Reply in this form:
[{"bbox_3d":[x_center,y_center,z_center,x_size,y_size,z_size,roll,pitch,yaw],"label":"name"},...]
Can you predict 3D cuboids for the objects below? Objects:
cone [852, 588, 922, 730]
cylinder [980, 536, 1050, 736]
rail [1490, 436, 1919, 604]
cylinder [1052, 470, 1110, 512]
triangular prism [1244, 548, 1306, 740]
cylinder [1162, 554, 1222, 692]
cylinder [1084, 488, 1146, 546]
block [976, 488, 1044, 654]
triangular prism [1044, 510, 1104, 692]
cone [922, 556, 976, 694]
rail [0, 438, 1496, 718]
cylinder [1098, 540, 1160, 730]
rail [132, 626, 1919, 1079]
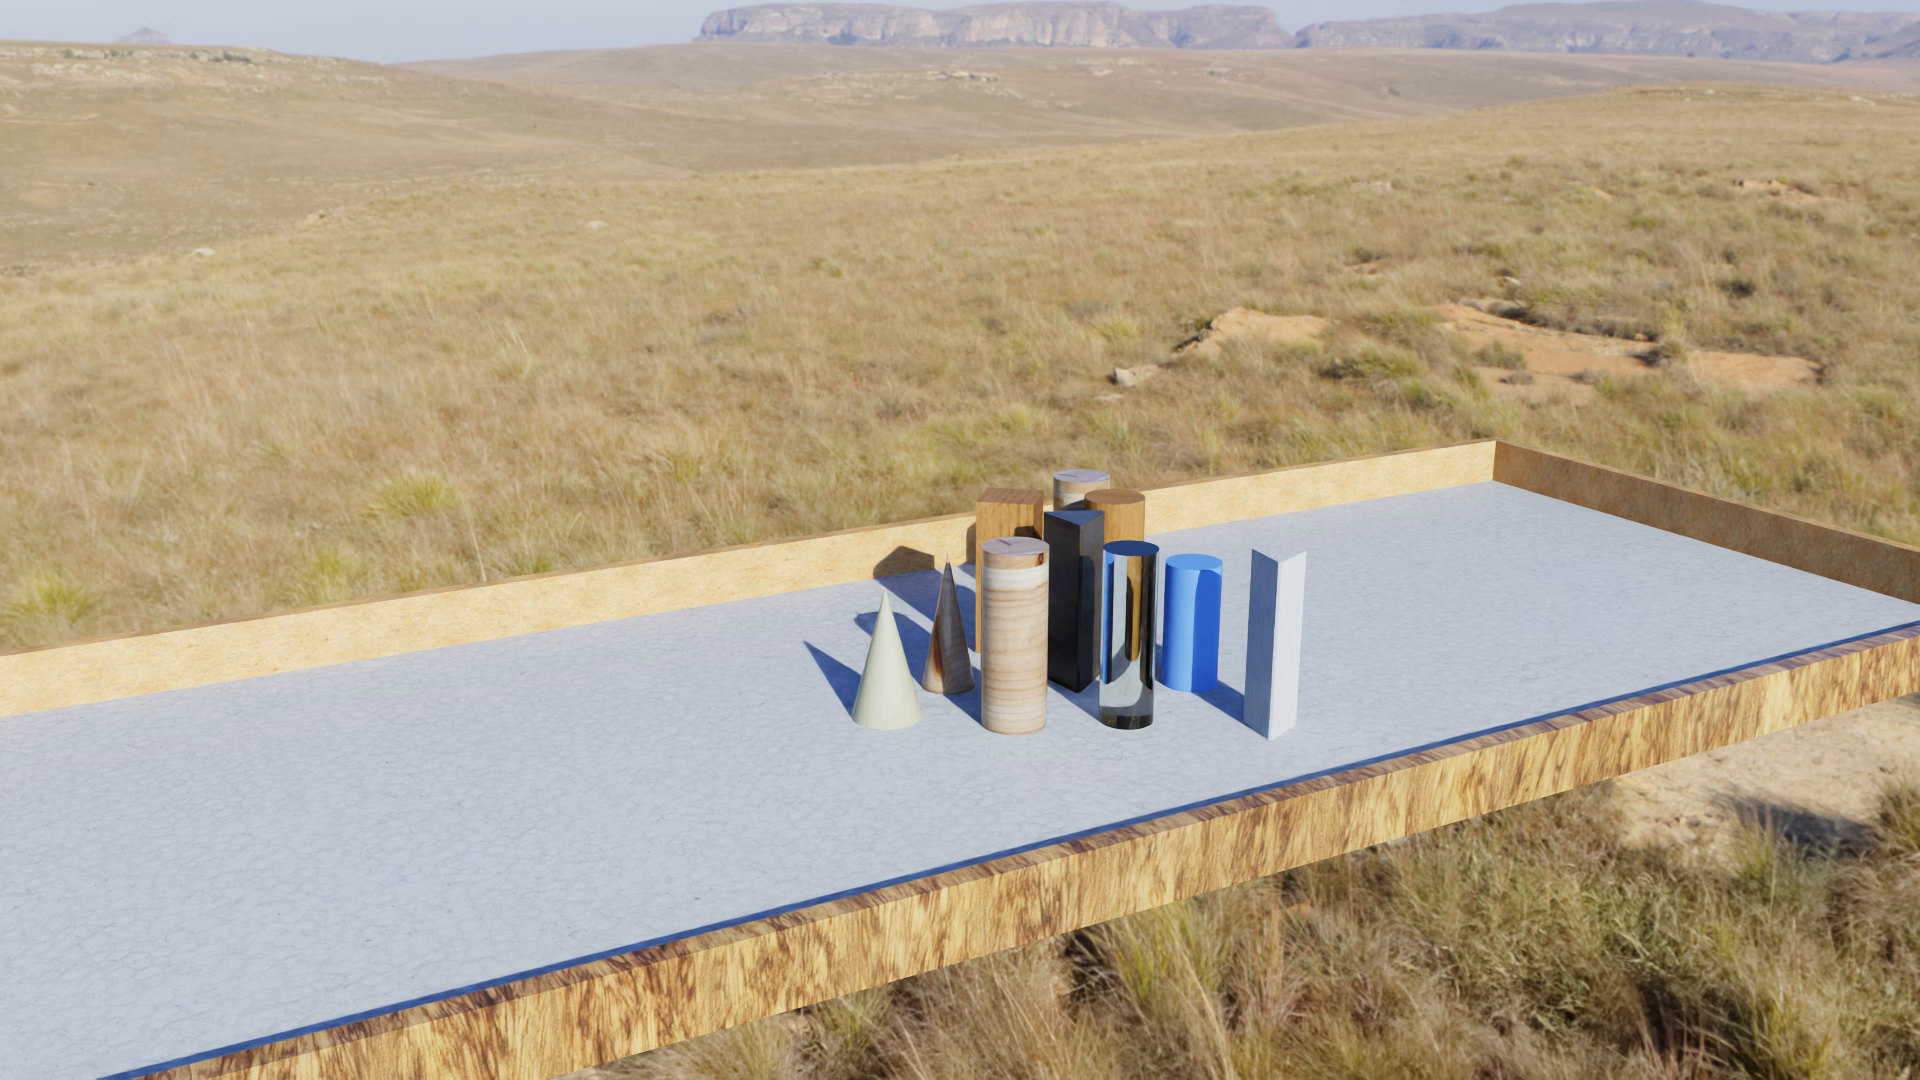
[{"bbox_3d":[-0.174,0.264,3.886,0.170,0.322,0.170,0,16,0],"label":"cone"},{"bbox_3d":[0.126,0.222,3.830,0.157,0.434,0.157,0,16,0],"label":"cylinder"},{"bbox_3d":[2.466,-0.048,5.253,0.050,0.150,2.100,-9,18,-27],"label":"rail"},{"bbox_3d":[0.334,0.017,4.581,0.156,0.403,0.156,0,16,0],"label":"cylinder"},{"bbox_3d":[0.710,0.232,3.806,0.104,0.427,0.120,13,21,38],"label":"triangular prism"},{"bbox_3d":[0.575,0.205,4.098,0.140,0.316,0.140,0,16,0],"label":"cylinder"},{"bbox_3d":[0.403,0.083,4.348,0.160,0.409,0.160,0,16,0],"label":"cylinder"},{"bbox_3d":[0.130,0.084,4.338,0.149,0.413,0.149,4,17,12],"label":"block"},{"bbox_3d":[0.302,0.144,4.103,0.129,0.430,0.149,-11,20,-33],"label":"triangular prism"},{"bbox_3d":[-0.030,0.195,4.074,0.136,0.348,0.136,0,16,0],"label":"cone"},{"bbox_3d":[-3.305,0.497,3.399,12.000,0.150,0.050,-9,18,-27],"label":"rail"},{"bbox_3d":[0.393,0.222,3.850,0.130,0.423,0.130,0,16,0],"label":"cylinder"},{"bbox_3d":[-2.336,1.006,1.665,12.000,0.150,0.050,-9,18,-27],"label":"rail"}]
